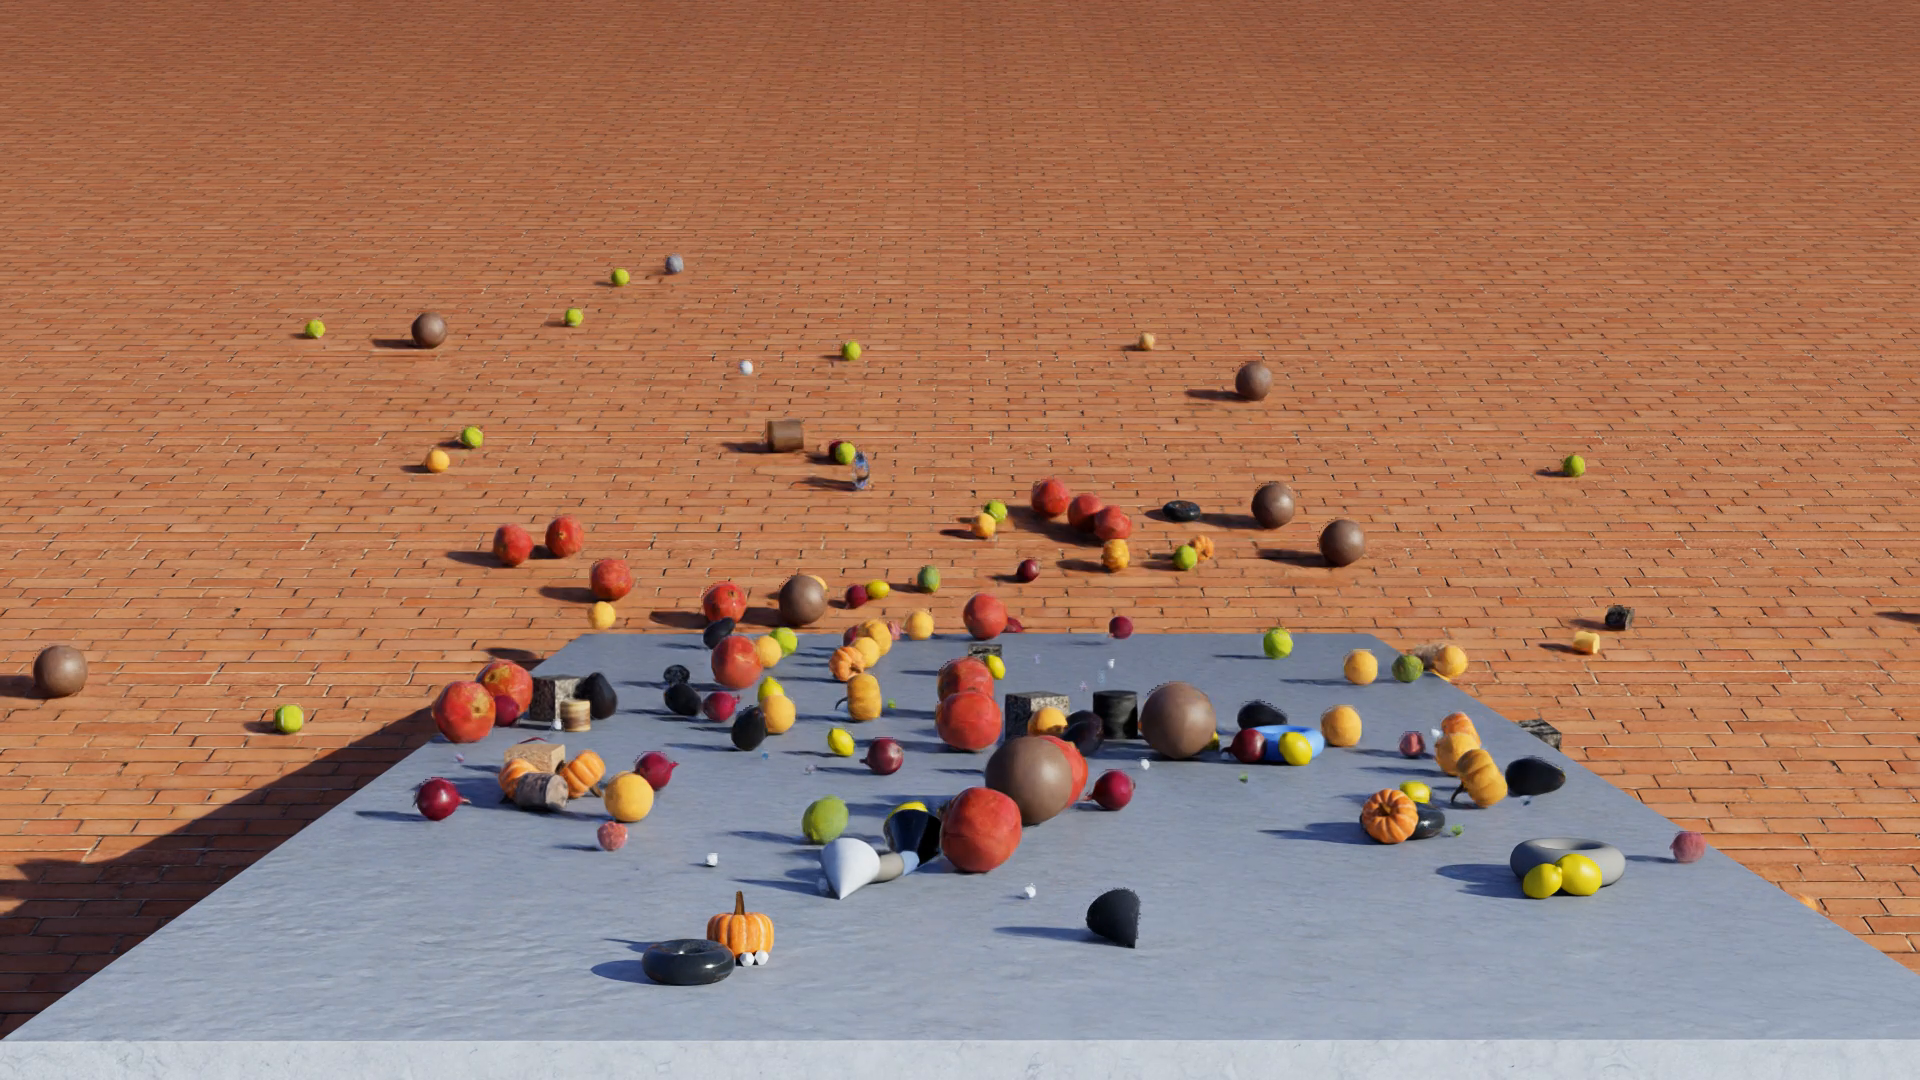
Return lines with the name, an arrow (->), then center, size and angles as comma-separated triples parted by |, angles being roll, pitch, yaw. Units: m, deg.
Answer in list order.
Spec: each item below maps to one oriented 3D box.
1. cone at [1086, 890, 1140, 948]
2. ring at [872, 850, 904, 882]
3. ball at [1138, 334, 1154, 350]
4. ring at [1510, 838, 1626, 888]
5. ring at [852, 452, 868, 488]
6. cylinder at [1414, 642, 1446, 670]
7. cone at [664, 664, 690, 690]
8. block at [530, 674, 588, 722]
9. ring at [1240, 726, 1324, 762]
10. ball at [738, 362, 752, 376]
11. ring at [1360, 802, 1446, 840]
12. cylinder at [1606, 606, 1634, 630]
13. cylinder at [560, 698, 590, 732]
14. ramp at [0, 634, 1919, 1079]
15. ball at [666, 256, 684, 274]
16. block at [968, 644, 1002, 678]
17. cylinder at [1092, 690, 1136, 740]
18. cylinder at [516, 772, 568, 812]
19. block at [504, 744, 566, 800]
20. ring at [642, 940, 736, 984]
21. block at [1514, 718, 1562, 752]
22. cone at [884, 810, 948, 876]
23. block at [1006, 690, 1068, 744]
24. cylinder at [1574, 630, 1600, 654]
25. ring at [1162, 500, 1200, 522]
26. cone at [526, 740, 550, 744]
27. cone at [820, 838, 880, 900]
cone -> 0.190, 0.452, 2.969 | 0.067, 0.067, 0.067 | -7, 32, -18
ring -> -0.123, 0.426, 3.349 | 0.101, 0.034, 0.101 | -2, 0, 0
ball -> 0.686, -0.729, 9.430 | 0.060, 0.060, 0.060 | 0, 20, 0
ring -> 0.789, 0.419, 3.335 | 0.146, 0.049, 0.146 | 0, 3, 0
ring -> -0.307, -0.214, 7.908 | 0.037, 0.111, 0.111 | -3, 20, -14
cylinder -> 1.046, 0.259, 5.713 | 0.059, 0.059, 0.059 | 2, 18, 28
cone -> -0.595, 0.299, 5.386 | 0.054, 0.054, 0.054 | -2, 30, -5
block -> -0.768, 0.302, 4.918 | 0.079, 0.079, 0.079 | 4, 5, 44
ring -> 0.553, 0.350, 4.414 | 0.145, 0.048, 0.145 | -1, 4, 0
ball -> -0.761, -0.610, 9.110 | 0.051, 0.051, 0.051 | 0, 20, 0
ring -> 0.633, 0.401, 3.674 | 0.122, 0.041, 0.122 | -1, 5, 0
cylinder -> 1.749, 0.208, 6.808 | 0.054, 0.054, 0.054 | 15, 25, 32
cylinder -> -0.712, 0.325, 4.751 | 0.055, 0.055, 0.055 | 0, 4, 0
ramp -> 0.046, 0.416, 4.535 | 2.000, 0.100, 4.000 | 0, 4, 0
ball -> -1.169, -1.127, 10.522 | 0.076, 0.076, 0.076 | 0, 20, 0
block -> 0.055, 0.264, 5.592 | 0.068, 0.068, 0.068 | 0, 4, 5
cylinder -> 0.281, 0.318, 4.662 | 0.080, 0.080, 0.080 | 0, 4, 0
cylinder -> -0.631, 0.381, 3.874 | 0.056, 0.056, 0.056 | 2, 18, 28
block -> -0.664, 0.362, 4.010 | 0.076, 0.076, 0.076 | 0, 4, 7
ring -> -0.296, 0.461, 2.805 | 0.102, 0.034, 0.102 | 1, 5, 0
block -> 1.337, 0.482, 5.993 | 0.092, 0.092, 0.092 | -7, 21, -18
cone -> -0.067, 0.419, 3.405 | 0.088, 0.088, 0.088 | 3, 31, 9
block -> 0.139, 0.319, 4.620 | 0.082, 0.082, 0.082 | -2, 4, -33
cylinder -> 1.625, 0.266, 6.656 | 0.052, 0.052, 0.052 | 10, 22, 30
ring -> 0.662, -0.086, 7.664 | 0.116, 0.039, 0.116 | 1, 21, 0
cone -> -0.670, 0.377, 4.085 | 0.083, 0.083, 0.083 | -5, 31, -13
cone -> -0.145, 0.432, 3.247 | 0.078, 0.078, 0.078 | 2, 31, 7
